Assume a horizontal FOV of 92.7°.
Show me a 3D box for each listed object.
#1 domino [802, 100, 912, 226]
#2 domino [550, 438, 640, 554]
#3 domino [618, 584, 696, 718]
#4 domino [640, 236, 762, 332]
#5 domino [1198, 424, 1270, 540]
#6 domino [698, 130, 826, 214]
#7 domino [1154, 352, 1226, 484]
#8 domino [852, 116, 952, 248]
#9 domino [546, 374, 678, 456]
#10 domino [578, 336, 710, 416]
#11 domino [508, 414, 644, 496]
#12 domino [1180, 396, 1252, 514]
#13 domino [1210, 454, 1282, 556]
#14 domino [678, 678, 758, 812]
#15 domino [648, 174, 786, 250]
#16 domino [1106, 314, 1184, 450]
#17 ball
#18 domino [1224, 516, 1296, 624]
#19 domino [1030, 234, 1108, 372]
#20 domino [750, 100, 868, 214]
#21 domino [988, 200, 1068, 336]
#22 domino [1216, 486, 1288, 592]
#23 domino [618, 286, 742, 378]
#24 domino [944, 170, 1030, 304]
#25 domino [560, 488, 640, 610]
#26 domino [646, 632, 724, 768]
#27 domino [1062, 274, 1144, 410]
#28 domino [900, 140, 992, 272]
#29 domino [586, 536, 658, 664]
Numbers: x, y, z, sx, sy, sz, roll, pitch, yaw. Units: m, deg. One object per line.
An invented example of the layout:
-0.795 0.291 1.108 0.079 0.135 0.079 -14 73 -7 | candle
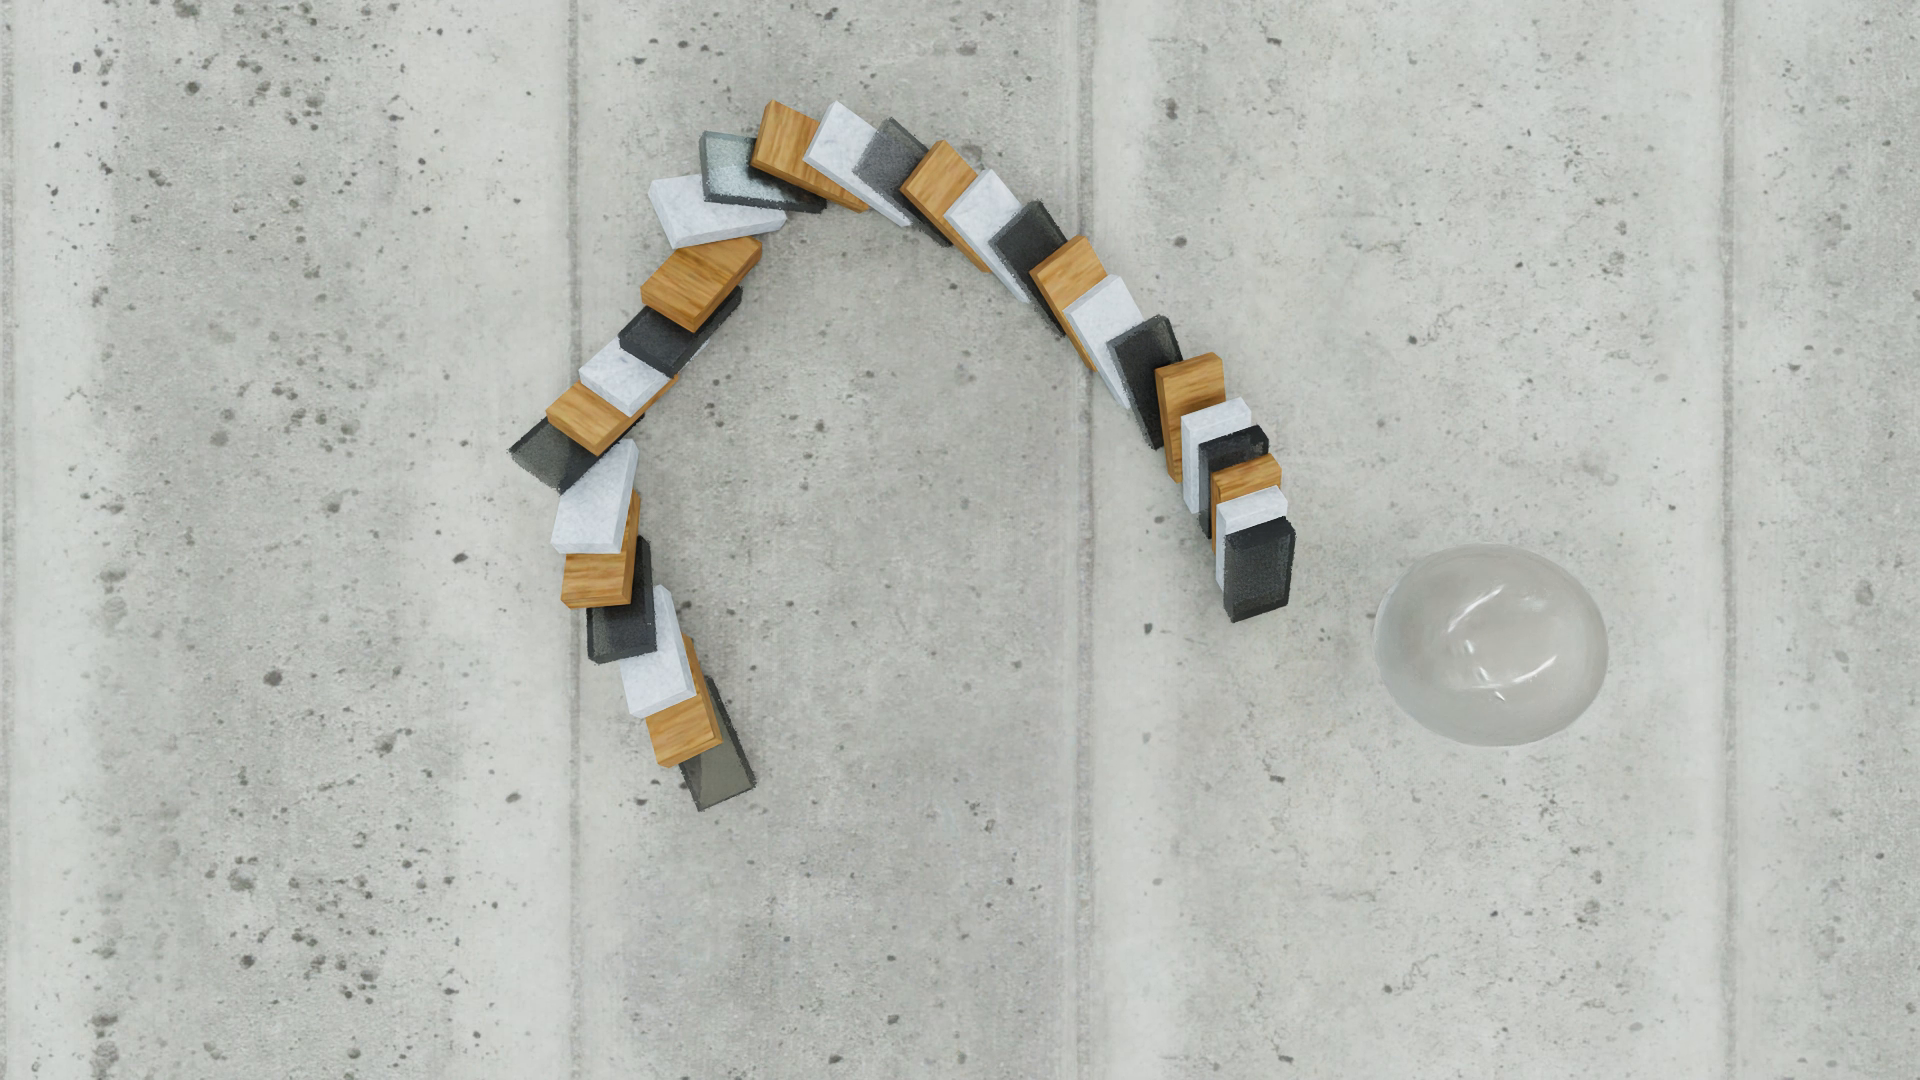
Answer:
-0.038 -0.156 0.384 0.050 0.009 0.025 26 89 -29 | domino
-0.152 -0.019 0.384 0.025 0.010 0.050 0 63 0 | domino
-0.130 0.046 0.385 0.025 0.010 0.050 -23 64 0 | domino
-0.108 -0.112 0.384 0.025 0.010 0.050 31 63 0 | domino
0.112 -0.023 0.378 0.025 0.050 0.010 -18 49 0 | domino
-0.082 -0.153 0.383 0.050 0.010 0.025 -5 90 -31 | domino
0.098 -0.050 0.382 0.025 0.010 0.050 -17 123 -2 | domino
-0.017 -0.149 0.384 0.050 0.010 0.025 32 90 -29 | domino
-0.145 -0.061 0.384 0.025 0.010 0.050 35 62 3 | domino
-0.131 -0.077 0.384 0.025 0.010 0.050 35 62 2 | domino
-0.159 -0.045 0.383 0.025 0.009 0.050 35 62 4 | domino
0.105 -0.034 0.378 0.025 0.050 0.009 -18 49 0 | domino
0.117 -0.012 0.378 0.025 0.050 0.010 -19 49 1 | domino
-0.110 0.088 0.395 0.025 0.010 0.050 -23 90 0 | domino
-0.101 -0.139 0.382 0.050 0.009 0.025 -24 89 -33 | domino
0.083 -0.066 0.385 0.025 0.010 0.050 -29 117 0 | domino
0.206 0.041 0.360 0.080 0.080 0.080 0 90 0 | ball
0.123 0.013 0.378 0.025 0.050 0.009 -18 49 0 | domino
0.053 -0.099 0.384 0.025 0.010 0.050 -38 117 0 | domino
-0.060 -0.159 0.383 0.050 0.009 0.025 15 89 -30 | domino
0.037 -0.113 0.384 0.025 0.009 0.050 -43 118 0 | domino
0.119 0.001 0.378 0.025 0.050 0.009 -18 49 0 | domino
-0.117 -0.093 0.384 0.025 0.009 0.050 31 62 0 | domino
0.019 -0.127 0.384 0.050 0.010 0.025 41 90 -28 | domino
-0.150 0.003 0.384 0.025 0.009 0.050 -5 63 0 | domino
-0.120 0.067 0.385 0.025 0.009 0.050 -25 64 -1 | domino
0.067 -0.083 0.384 0.025 0.009 0.050 -38 117 0 | domino
0.002 -0.139 0.384 0.050 0.009 0.025 38 90 -28 | domino
-0.143 0.025 0.385 0.025 0.010 0.050 -13 65 0 | domino
